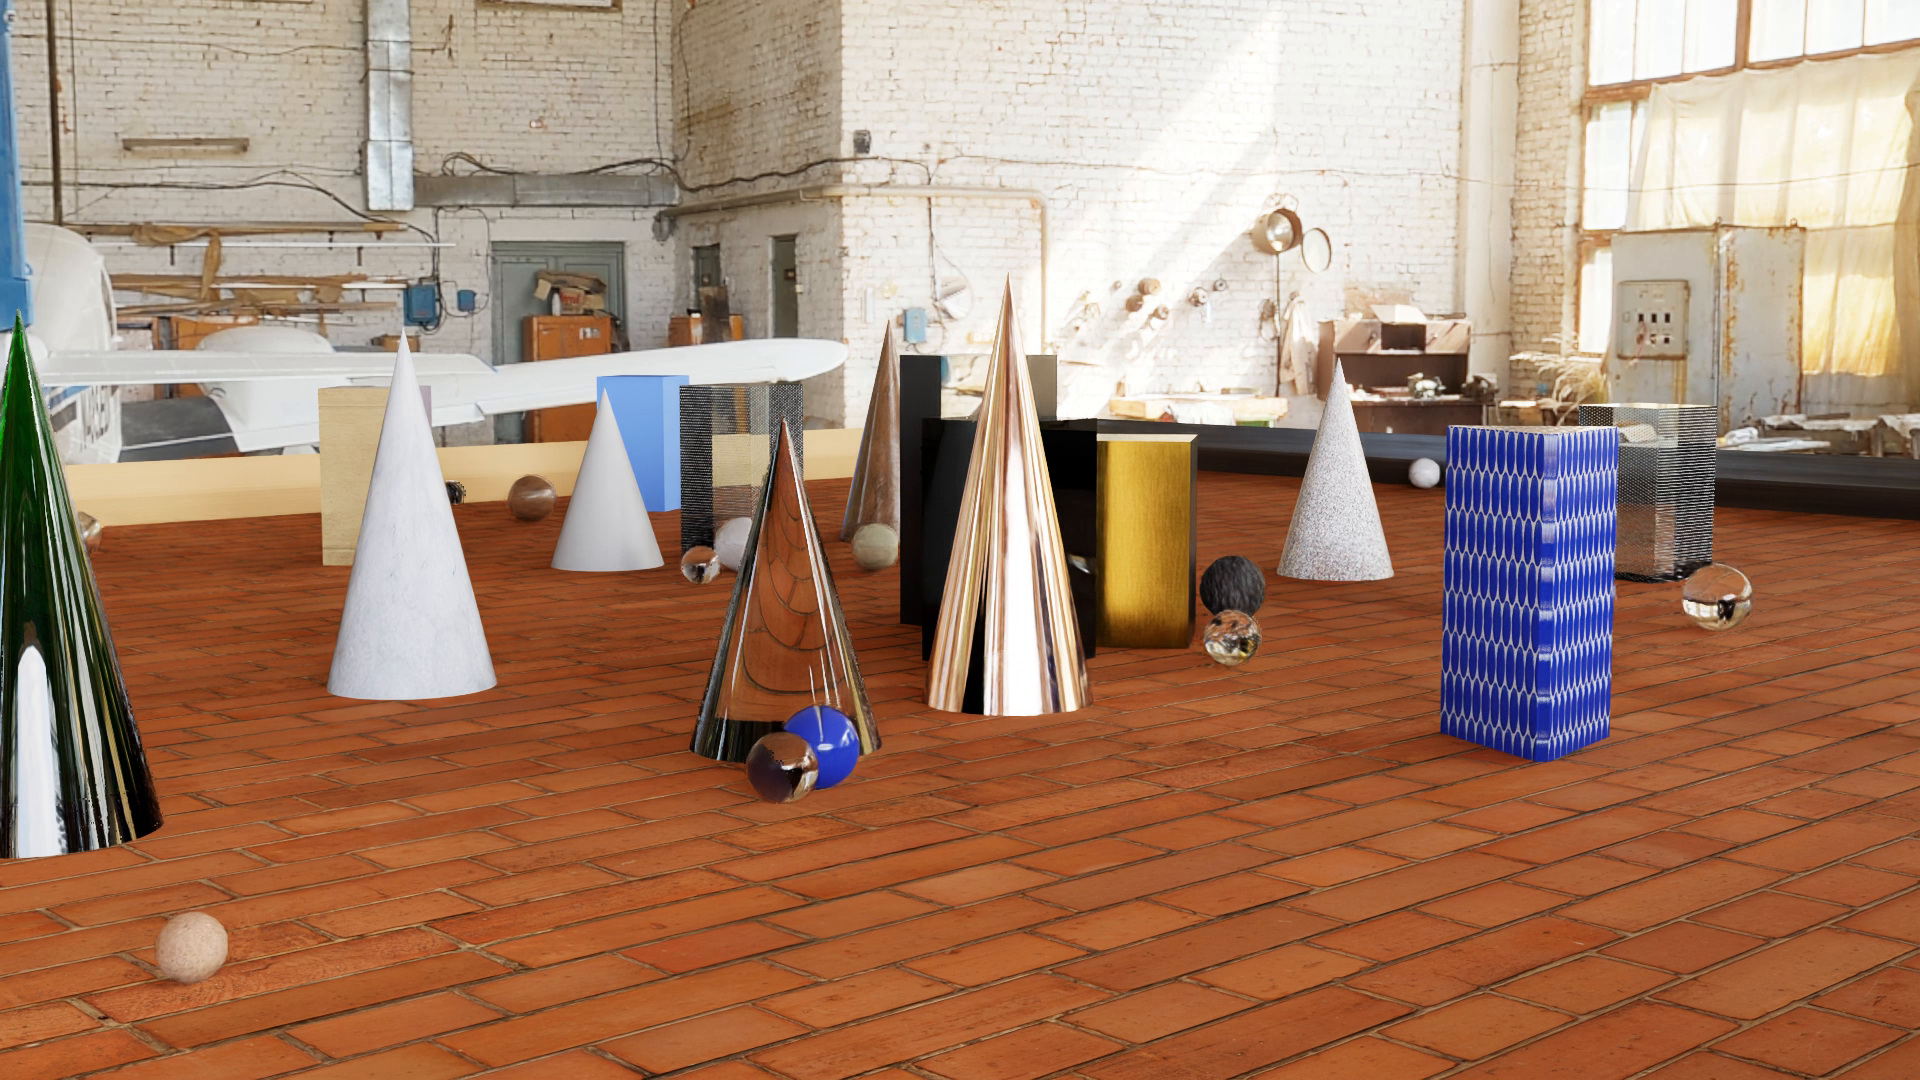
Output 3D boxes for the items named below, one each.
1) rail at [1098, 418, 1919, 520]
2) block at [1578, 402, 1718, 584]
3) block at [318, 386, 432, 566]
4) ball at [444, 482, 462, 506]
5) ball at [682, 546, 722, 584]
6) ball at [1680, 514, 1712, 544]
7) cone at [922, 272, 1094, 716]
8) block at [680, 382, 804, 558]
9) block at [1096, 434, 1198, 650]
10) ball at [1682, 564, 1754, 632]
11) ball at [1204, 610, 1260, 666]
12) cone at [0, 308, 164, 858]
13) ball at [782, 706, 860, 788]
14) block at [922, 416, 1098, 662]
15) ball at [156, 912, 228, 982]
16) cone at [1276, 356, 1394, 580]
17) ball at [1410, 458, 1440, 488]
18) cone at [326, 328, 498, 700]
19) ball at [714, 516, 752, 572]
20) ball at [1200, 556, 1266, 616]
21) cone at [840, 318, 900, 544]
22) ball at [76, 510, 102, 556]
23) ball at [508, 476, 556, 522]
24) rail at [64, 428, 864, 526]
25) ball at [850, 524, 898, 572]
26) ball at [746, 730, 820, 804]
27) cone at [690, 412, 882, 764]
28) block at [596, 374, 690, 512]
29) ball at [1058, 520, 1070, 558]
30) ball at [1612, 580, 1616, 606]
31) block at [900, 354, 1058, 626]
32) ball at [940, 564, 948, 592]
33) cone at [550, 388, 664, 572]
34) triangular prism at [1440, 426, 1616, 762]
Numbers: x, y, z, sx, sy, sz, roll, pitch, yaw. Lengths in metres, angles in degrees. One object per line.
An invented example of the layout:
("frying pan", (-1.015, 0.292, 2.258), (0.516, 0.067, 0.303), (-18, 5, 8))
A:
("rail", (1.755, -0.135, 4.943), (0.045, 0.129, 4.189), (-5, 8, -42))
("block", (1.149, -0.082, 3.688), (0.158, 0.287, 0.158), (-4, 7, -37))
("block", (-1.037, -0.118, 3.919), (0.158, 0.310, 0.158), (0, 6, 0))
("ball", (-1.164, -0.105, 5.026), (0.055, 0.055, 0.055), (0, 6, 0))
("ball", (-0.421, 0.041, 3.581), (0.064, 0.064, 0.064), (0, 6, 0))
("ball", (1.407, -0.021, 4.203), (0.058, 0.058, 0.058), (0, 6, 0))
("cone", (0.054, -0.060, 2.499), (0.198, 0.490, 0.198), (0, 6, 0))
("block", (-0.394, -0.125, 3.982), (0.158, 0.312, 0.158), (4, 7, 32))
("block", (0.236, -0.002, 2.976), (0.158, 0.274, 0.158), (1, 6, 9))
("ball", (1.054, 0.080, 3.059), (0.094, 0.094, 0.094), (0, 6, 0))
("ball", (0.342, 0.123, 2.766), (0.070, 0.070, 0.070), (0, 6, 0))
("cone", (-0.790, 0.026, 1.867), (0.198, 0.449, 0.198), (0, 6, 0))
("ball", (-0.132, 0.193, 2.058), (0.077, 0.077, 0.077), (0, 6, 0))
("block", (0.063, -0.001, 2.803), (0.158, 0.309, 0.158), (5, 8, 39))
("ball", (-0.511, 0.271, 1.464), (0.046, 0.046, 0.046), (0, 6, 0))
("cone", (0.637, -0.126, 3.718), (0.198, 0.368, 0.198), (0, 6, 0))
("ball", (1.164, -0.166, 5.505), (0.077, 0.077, 0.077), (0, 6, 0))
("cone", (-0.653, -0.039, 2.600), (0.198, 0.426, 0.198), (0, 6, 0))
("ball", (-0.372, 0.008, 3.753), (0.094, 0.094, 0.094), (0, 6, 0))
("ball", (0.392, 0.070, 3.155), (0.095, 0.095, 0.095), (0, 6, 0))
("cone", (-0.137, -0.215, 4.264), (0.198, 0.431, 0.198), (0, 6, 0))
("ball", (-1.593, -0.010, 3.966), (0.085, 0.085, 0.085), (0, 6, 0))
("ball", (-0.905, -0.087, 4.643), (0.098, 0.098, 0.098), (0, 6, 0))
("rail", (-1.404, -0.124, 4.845), (4.824, 0.129, 0.045), (-5, 8, -42))
("ball", (-0.146, 0.013, 3.764), (0.081, 0.081, 0.081), (0, 6, 0))
("ball", (-0.161, 0.206, 1.993), (0.066, 0.066, 0.066), (0, 6, 0))
("cone", (-0.179, 0.040, 2.244), (0.198, 0.343, 0.198), (0, 6, 0))
("block", (-0.713, -0.221, 4.965), (0.158, 0.298, 0.158), (2, 6, 14))
("ball", (0.193, -0.003, 3.981), (0.068, 0.068, 0.068), (0, 6, 0))
("ball", (0.879, 0.074, 3.112), (0.095, 0.095, 0.095), (0, 6, 0))
("block", (0.026, -0.072, 3.128), (0.158, 0.383, 0.158), (5, 8, 41))
("ball", (0.008, 0.062, 3.325), (0.075, 0.075, 0.075), (0, 6, 0))
("cone", (-0.620, -0.112, 3.850), (0.198, 0.312, 0.198), (0, 6, 0))
("triangular prism", (0.569, 0.047, 2.272), (0.148, 0.325, 0.171), (5, 7, 37))
